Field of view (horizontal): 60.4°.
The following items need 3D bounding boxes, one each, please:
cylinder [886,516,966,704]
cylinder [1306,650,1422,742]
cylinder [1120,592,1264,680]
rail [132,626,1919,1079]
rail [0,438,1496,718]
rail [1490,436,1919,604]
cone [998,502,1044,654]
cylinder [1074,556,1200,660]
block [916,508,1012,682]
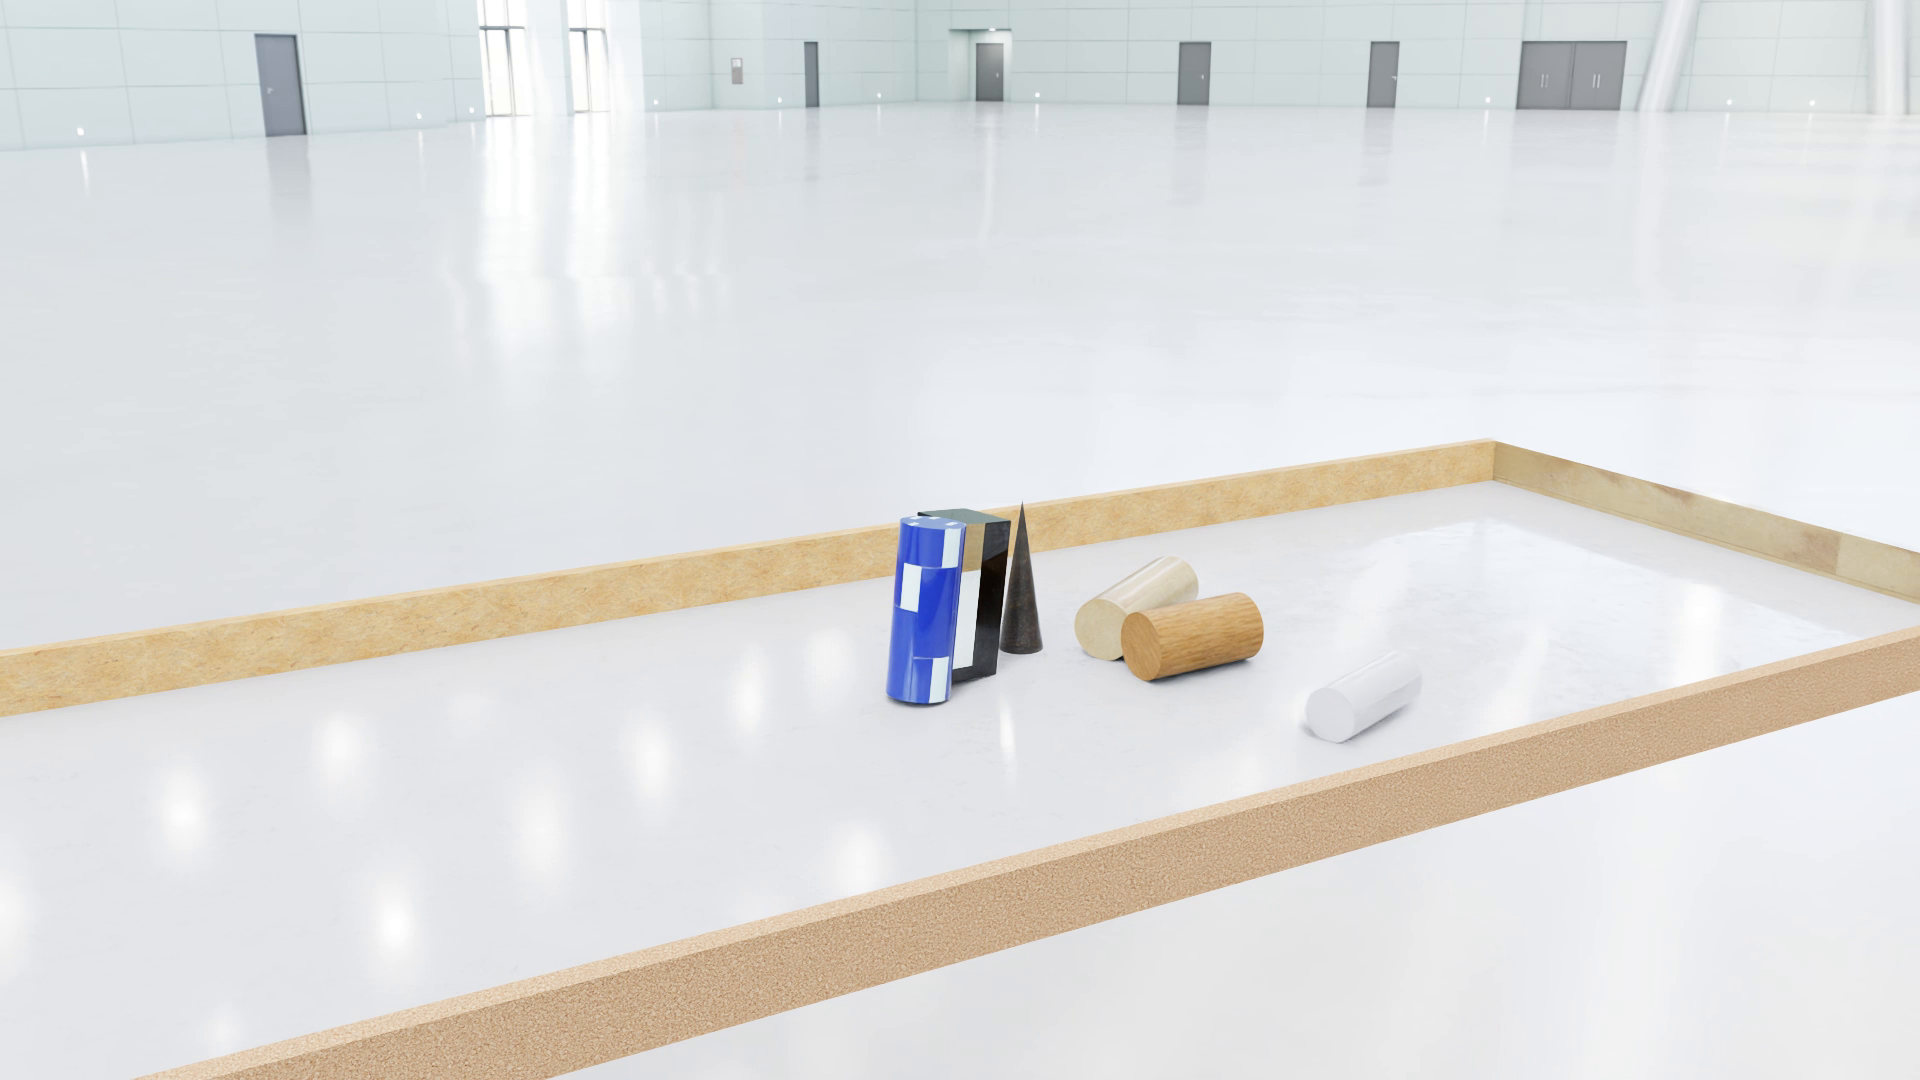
[{"bbox_3d":[-0.084,0.167,4.000,0.160,0.427,0.160,5,11,-1],"label":"cylinder"},{"bbox_3d":[0.953,0.365,3.882,0.130,0.130,0.326,14,21,40],"label":"cylinder"},{"bbox_3d":[0.594,0.244,4.214,0.324,0.175,0.175,-9,19,-29],"label":"cylinder"},{"bbox_3d":[-2.336,1.006,1.665,12.000,0.150,0.050,-9,18,-27],"label":"rail"},{"bbox_3d":[-3.305,0.497,3.399,12.000,0.150,0.050,-9,18,-27],"label":"rail"},{"bbox_3d":[2.466,-0.048,5.253,0.050,0.150,2.100,-9,18,-27],"label":"rail"},{"bbox_3d":[0.162,0.087,4.331,0.121,0.409,0.121,0,16,0],"label":"cone"},{"bbox_3d":[0.482,0.178,4.455,0.166,0.166,0.446,9,19,29],"label":"cylinder"},{"bbox_3d":[-0.007,0.136,4.153,0.167,0.400,0.167,-6,16,-45],"label":"block"}]
